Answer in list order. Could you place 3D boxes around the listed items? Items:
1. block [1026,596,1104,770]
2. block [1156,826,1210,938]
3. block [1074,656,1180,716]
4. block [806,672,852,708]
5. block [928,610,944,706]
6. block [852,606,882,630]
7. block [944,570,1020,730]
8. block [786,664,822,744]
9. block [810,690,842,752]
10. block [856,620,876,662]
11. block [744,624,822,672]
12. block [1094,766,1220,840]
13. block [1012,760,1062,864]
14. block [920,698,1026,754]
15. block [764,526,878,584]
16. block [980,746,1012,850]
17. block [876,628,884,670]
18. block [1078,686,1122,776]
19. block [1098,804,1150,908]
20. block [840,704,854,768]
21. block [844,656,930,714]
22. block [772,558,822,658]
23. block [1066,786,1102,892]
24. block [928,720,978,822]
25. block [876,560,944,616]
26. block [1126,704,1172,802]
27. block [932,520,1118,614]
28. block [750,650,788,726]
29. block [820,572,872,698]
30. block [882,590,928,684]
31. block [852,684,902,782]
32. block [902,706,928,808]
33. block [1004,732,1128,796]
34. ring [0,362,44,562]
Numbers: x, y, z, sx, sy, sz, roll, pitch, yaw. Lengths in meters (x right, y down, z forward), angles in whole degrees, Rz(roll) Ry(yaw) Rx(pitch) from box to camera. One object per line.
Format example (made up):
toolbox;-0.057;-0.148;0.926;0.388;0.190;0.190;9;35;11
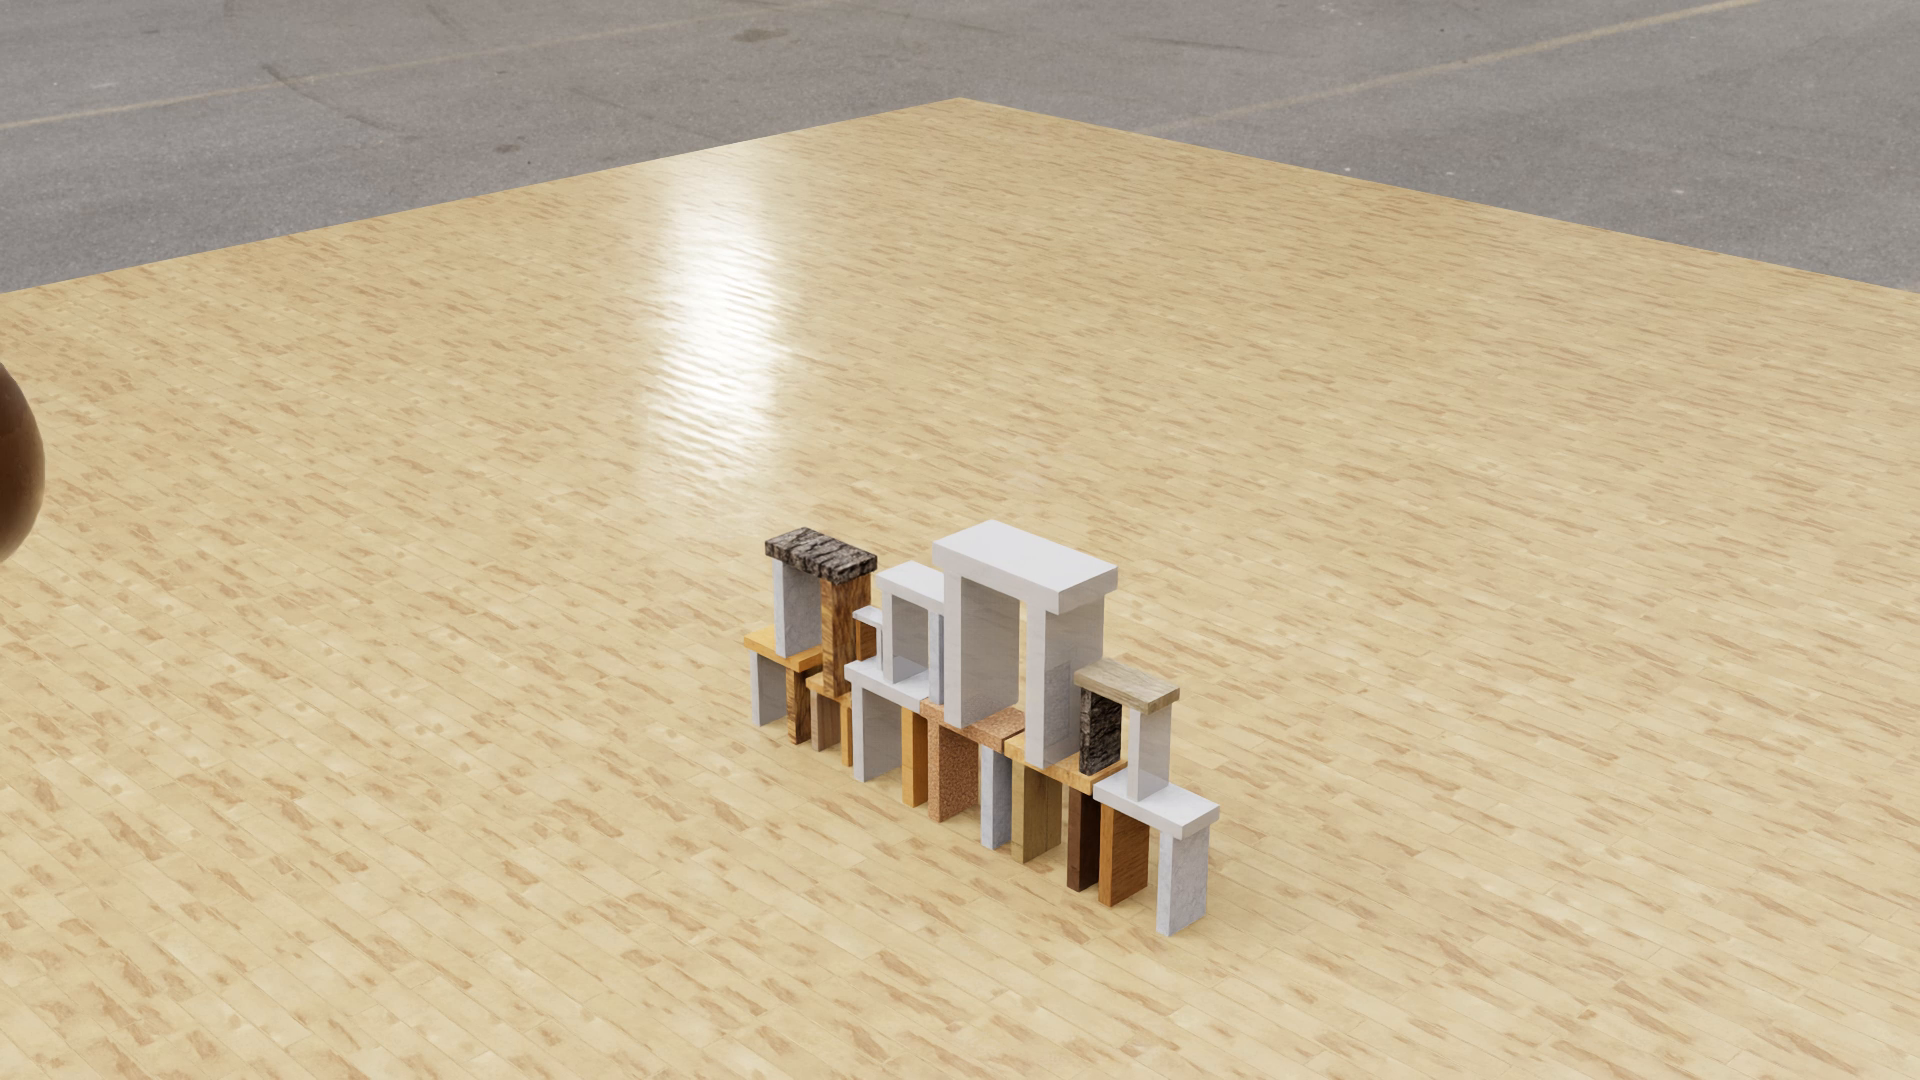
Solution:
block;0.196;0.249;4.111;0.046;0.328;0.162;21;31;40
block;0.410;0.613;4.043;0.030;0.213;0.107;21;31;41
block;0.304;0.265;4.008;0.177;0.025;0.089;21;31;41
block;-0.250;0.312;4.633;0.143;0.020;0.072;21;30;40
block;-0.016;0.218;4.341;0.028;0.199;0.099;21;31;41
block;-0.170;0.159;4.482;0.093;0.013;0.046;21;31;41
block;0.043;0.188;4.251;0.046;0.324;0.162;21;31;41
block;-0.329;0.342;4.724;0.025;0.180;0.090;21;31;41
block;-0.285;0.374;4.696;0.020;0.143;0.072;21;31;41
block;-0.192;0.199;4.523;0.013;0.093;0.046;21;31;41
block;-0.372;0.231;4.723;0.180;0.025;0.090;21;31;41
block;0.360;0.481;4.042;0.213;0.030;0.107;21;31;41
block;0.150;0.510;4.278;0.031;0.220;0.110;21;31;41
block;0.039;0.349;4.325;0.223;0.032;0.112;21;31;41
block;-0.288;0.031;4.551;0.222;0.031;0.111;21;31;40
block;0.092;0.487;4.327;0.032;0.223;0.112;21;31;41
block;-0.148;0.216;4.483;0.013;0.093;0.046;21;31;41
block;0.262;0.342;4.086;0.025;0.177;0.089;21;31;41
block;0.310;0.574;4.135;0.030;0.213;0.107;21;31;41
block;-0.217;0.401;4.633;0.020;0.143;0.072;21;31;40
block;-0.119;0.287;4.476;0.222;0.031;0.111;21;31;41
block;-0.341;0.128;4.647;0.031;0.222;0.111;21;31;41
block;0.254;0.550;4.183;0.031;0.220;0.110;21;31;41
block;-0.013;0.446;4.424;0.032;0.223;0.112;21;31;41
block;-0.063;0.095;4.340;0.199;0.028;0.099;21;31;41
block;0.345;0.378;4.011;0.025;0.184;0.089;21;31;41
block;0.119;0.047;4.109;0.324;0.046;0.162;21;31;41
block;-0.414;0.309;4.802;0.025;0.180;0.090;21;31;41
block;-0.235;0.188;4.561;0.031;0.264;0.111;20;30;39
block;-0.110;0.181;4.427;0.028;0.200;0.099;21;31;41
block;-0.172;0.383;4.574;0.031;0.222;0.111;21;31;41
block;-0.067;0.424;4.477;0.031;0.222;0.111;21;31;41
block;0.202;0.414;4.182;0.220;0.031;0.110;21;31;41
ring;-1.229;-0.113;2.512;0.375;0.375;0.125;4;31;10
